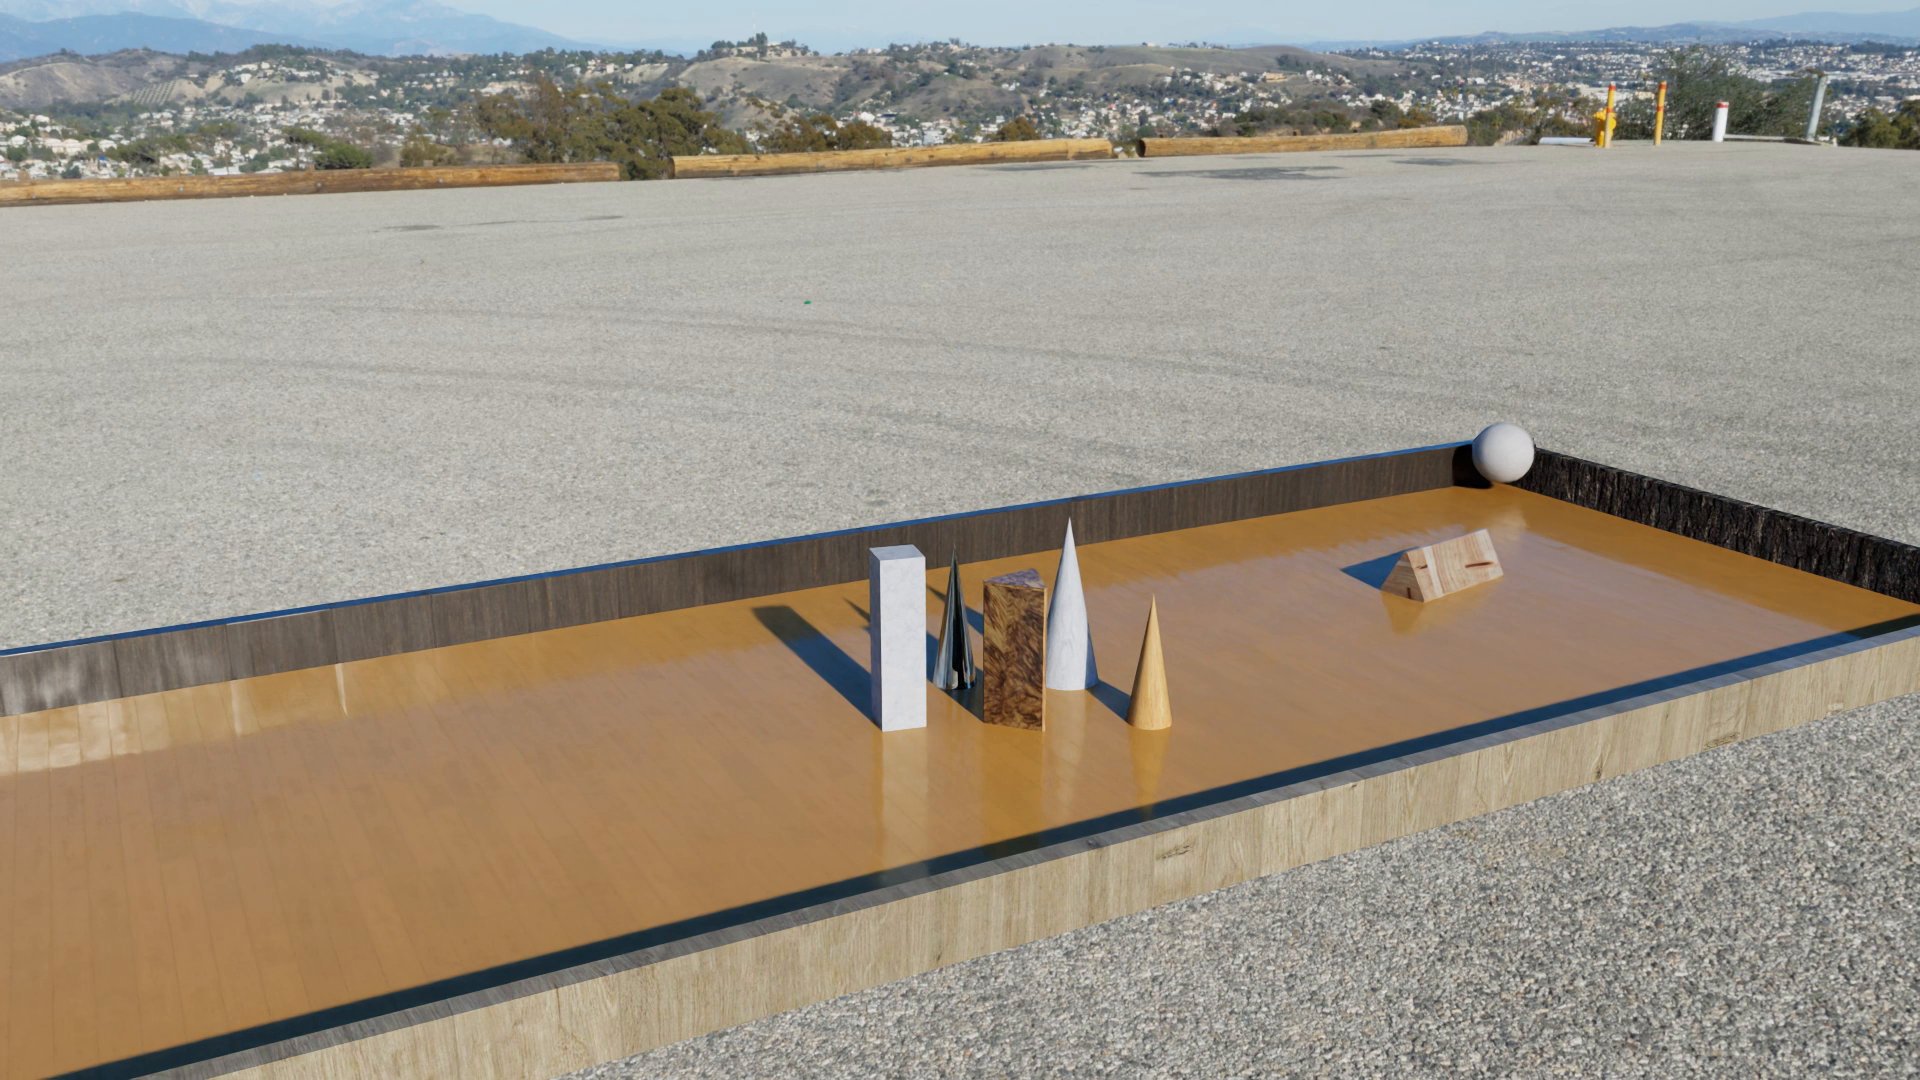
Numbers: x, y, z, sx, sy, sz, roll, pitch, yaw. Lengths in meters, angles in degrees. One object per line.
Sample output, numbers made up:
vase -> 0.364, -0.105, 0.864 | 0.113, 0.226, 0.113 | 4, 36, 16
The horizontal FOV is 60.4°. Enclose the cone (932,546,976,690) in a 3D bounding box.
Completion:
cone -> -0.013, 0.183, 4.092 | 0.113, 0.361, 0.113 | 0, 16, 0

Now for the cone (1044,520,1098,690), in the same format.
cone -> 0.269, 0.146, 4.105 | 0.161, 0.425, 0.161 | 0, 16, 0

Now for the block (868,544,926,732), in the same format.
block -> -0.145, 0.228, 3.842 | 0.106, 0.415, 0.106 | -5, 17, -16

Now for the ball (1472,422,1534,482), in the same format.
ball -> 1.943, -0.312, 5.900 | 0.215, 0.215, 0.215 | 0, 16, 0

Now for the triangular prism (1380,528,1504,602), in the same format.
triangular prism -> 1.439, 0.062, 4.896 | 0.399, 0.132, 0.153 | -13, 21, -37

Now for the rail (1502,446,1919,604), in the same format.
rail -> 2.466, -0.048, 5.253 | 0.050, 0.150, 2.100 | -9, 18, -27

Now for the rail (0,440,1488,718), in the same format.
rail -> -3.305, 0.497, 3.399 | 12.000, 0.150, 0.050 | -9, 18, -27

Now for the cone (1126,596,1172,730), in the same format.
cone -> 0.448, 0.275, 3.857 | 0.111, 0.317, 0.111 | 0, 16, 0

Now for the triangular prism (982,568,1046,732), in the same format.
triangular prism -> 0.149, 0.252, 3.875 | 0.152, 0.350, 0.131 | 6, 18, 21

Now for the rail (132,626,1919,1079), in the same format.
rail -> -2.336, 1.006, 1.665 | 12.000, 0.150, 0.050 | -9, 18, -27
